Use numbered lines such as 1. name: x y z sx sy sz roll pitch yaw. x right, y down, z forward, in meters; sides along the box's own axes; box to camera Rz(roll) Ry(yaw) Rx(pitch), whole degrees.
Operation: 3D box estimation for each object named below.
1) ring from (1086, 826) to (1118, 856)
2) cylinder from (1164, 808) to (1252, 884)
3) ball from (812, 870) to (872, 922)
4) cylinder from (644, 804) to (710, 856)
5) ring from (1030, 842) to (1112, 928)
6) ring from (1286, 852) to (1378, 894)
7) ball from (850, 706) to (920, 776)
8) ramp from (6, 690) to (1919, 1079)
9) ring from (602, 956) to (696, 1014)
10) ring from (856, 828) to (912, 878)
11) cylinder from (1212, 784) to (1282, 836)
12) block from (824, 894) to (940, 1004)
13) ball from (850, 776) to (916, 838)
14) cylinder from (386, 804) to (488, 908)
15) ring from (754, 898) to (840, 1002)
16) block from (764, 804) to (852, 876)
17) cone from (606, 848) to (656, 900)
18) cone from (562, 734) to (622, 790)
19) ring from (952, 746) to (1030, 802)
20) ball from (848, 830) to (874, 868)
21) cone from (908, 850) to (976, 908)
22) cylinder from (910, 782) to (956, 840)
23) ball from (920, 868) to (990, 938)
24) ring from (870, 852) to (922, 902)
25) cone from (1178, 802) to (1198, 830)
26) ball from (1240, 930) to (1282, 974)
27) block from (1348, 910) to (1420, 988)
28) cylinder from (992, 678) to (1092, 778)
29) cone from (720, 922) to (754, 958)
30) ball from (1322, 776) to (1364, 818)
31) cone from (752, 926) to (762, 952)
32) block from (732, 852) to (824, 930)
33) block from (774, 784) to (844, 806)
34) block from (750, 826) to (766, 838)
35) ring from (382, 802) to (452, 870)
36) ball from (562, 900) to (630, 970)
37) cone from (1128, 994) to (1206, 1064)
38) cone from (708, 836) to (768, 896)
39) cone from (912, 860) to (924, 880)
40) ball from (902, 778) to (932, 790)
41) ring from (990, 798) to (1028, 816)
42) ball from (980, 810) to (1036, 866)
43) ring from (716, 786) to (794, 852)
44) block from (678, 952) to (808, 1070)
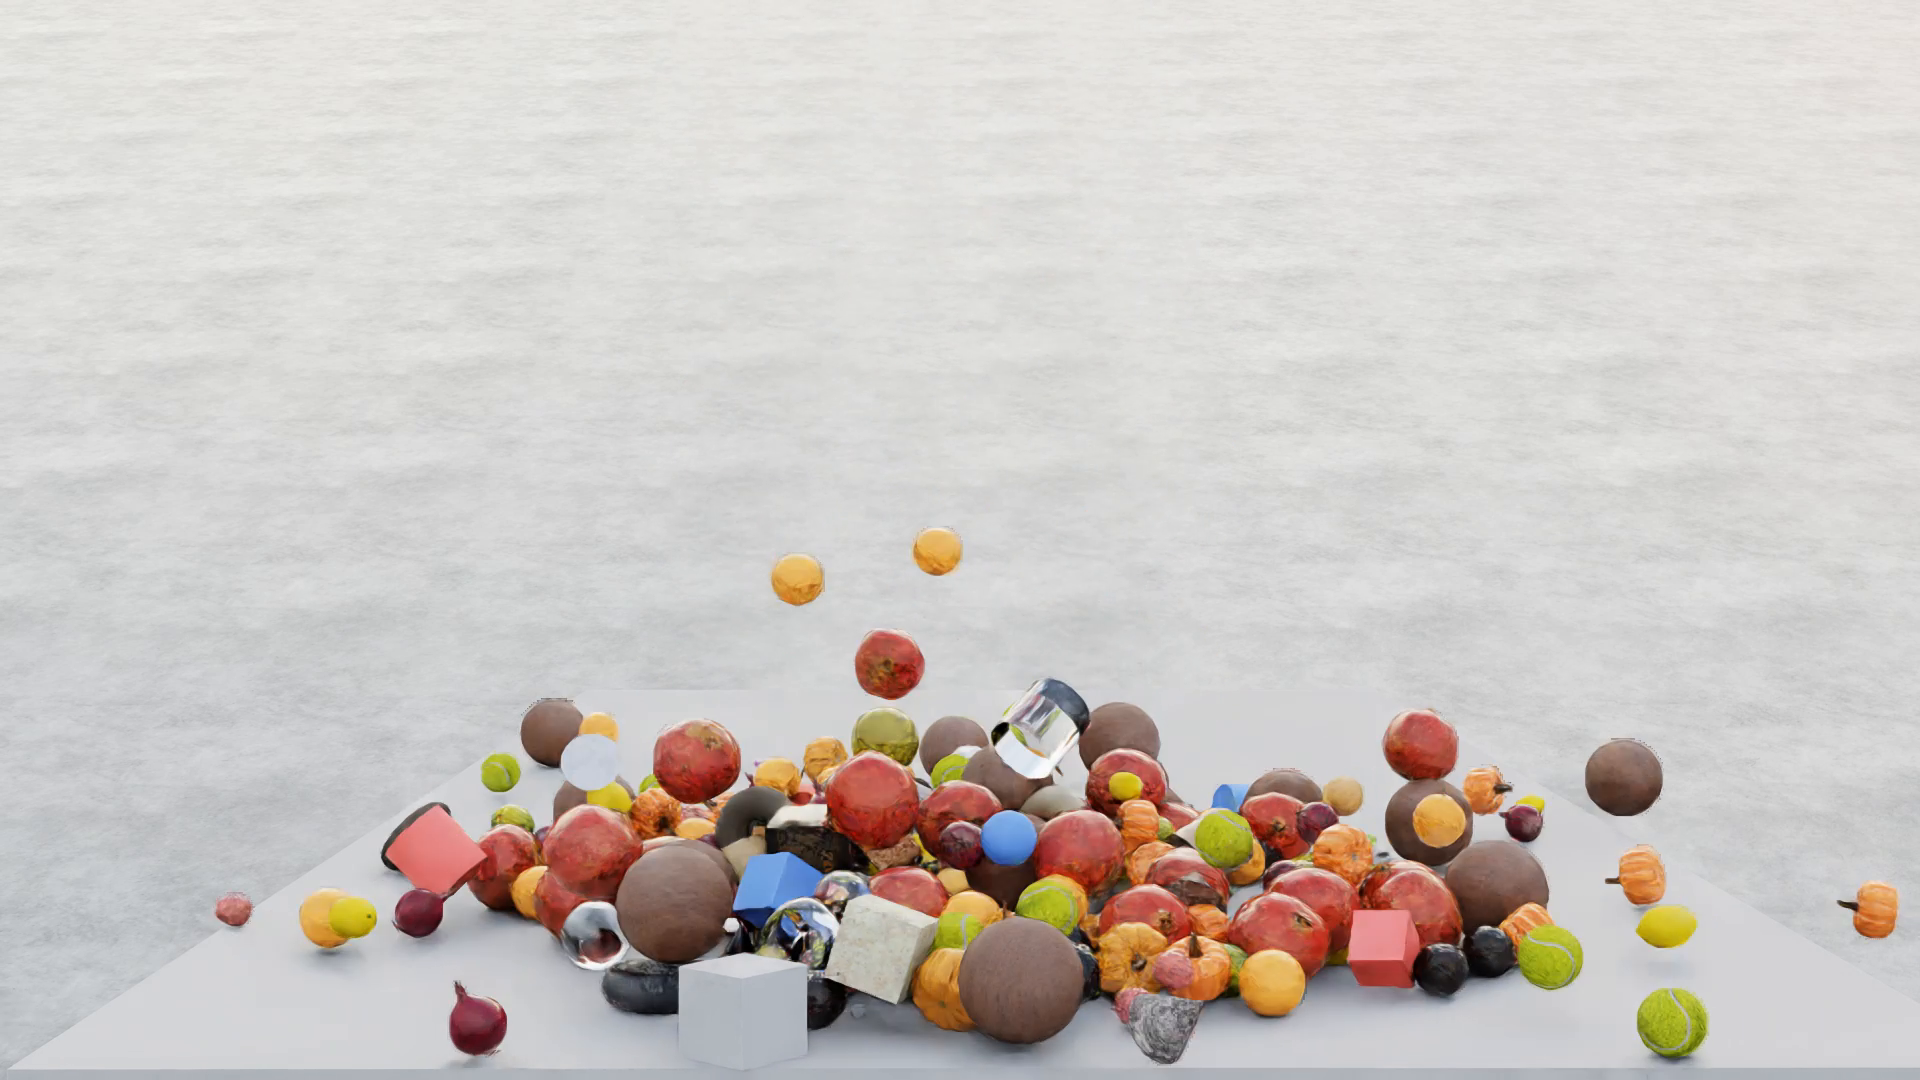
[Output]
1. ring: 0.180 0.448 3.795 0.103 0.103 0.034 -1 68 -2
2. cylinder: 0.335 0.416 3.467 0.084 0.084 0.084 -26 33 -27
3. ball: -0.132 0.402 2.880 0.066 0.066 0.066 0 24 0
4. cylinder: -0.427 0.439 3.896 0.070 0.070 0.070 19 13 37
5. ring: 0.142 0.439 3.275 0.115 0.115 0.038 -12 19 -24
6. ring: 0.517 0.464 3.592 0.128 0.043 0.128 -1 3 0
7. ball: -0.099 0.264 3.391 0.091 0.091 0.091 0 24 0
8. ramp: 0.055 0.501 4.547 2.000 0.100 4.000 0 2 0
9. ring: -0.330 0.491 2.841 0.131 0.044 0.131 1 3 0
10. ring: -0.106 0.426 3.582 0.098 0.033 0.098 -32 36 27
11. cylinder: 0.451 0.426 4.058 0.080 0.080 0.080 3 21 -23
12. block: -0.082 0.433 2.733 0.084 0.084 0.084 18 2 13
13. ball: -0.104 0.363 3.479 0.088 0.088 0.088 0 24 0
14. cylinder: -0.673 0.407 3.317 0.093 0.093 0.093 46 36 4
15. ring: -0.179 0.453 2.834 0.041 0.124 0.124 30 5 -35
16. block: -0.191 0.386 3.239 0.082 0.082 0.082 -4 13 12
17. cone: -0.442 0.472 3.531 0.070 0.070 0.070 -8 31 -17
18. cone: -0.484 0.304 3.385 0.078 0.078 0.078 2 67 -5
19. ring: 0.052 0.398 4.375 0.145 0.048 0.145 28 7 -4
20. ball: -0.123 0.418 3.526 0.060 0.060 0.060 0 24 0
21. cone: -0.034 0.471 3.420 0.092 0.092 0.092 -28 14 23
22. cylinder: -0.052 0.415 3.939 0.068 0.068 0.068 26 24 -6
23. ball: -0.006 0.454 3.233 0.087 0.087 0.087 0 24 0
24. ring: -0.089 0.445 3.384 0.036 0.108 0.108 37 29 0
25. cone: 0.364 0.441 4.060 0.055 0.055 0.055 0 2 0
26. ball: 0.351 0.481 3.006 0.050 0.050 0.050 0 24 0
27. block: 0.477 0.460 2.900 0.062 0.062 0.062 -2 52 22
28. cylinder: 0.108 0.249 3.416 0.096 0.096 0.096 17 46 33
29. cone: -0.258 0.475 3.030 0.055 0.055 0.055 6 3 0
30. ball: 0.556 0.372 3.740 0.060 0.060 0.060 0 24 0
31. cone: -0.224 0.477 3.054 0.098 0.098 0.098 22 46 -25
32. block: -0.206 0.409 2.968 0.069 0.069 0.069 -12 49 43
33. block: -0.238 0.428 4.004 0.085 0.085 0.085 1 2 33
34. block: -0.223 0.431 3.350 0.096 0.096 0.096 0 69 -9
35. ring: -0.787 0.429 3.732 0.040 0.121 0.121 43 37 8
36. ball: -0.428 0.465 3.030 0.081 0.081 0.081 0 24 0
37. cone: 0.218 0.469 2.543 0.074 0.074 0.074 -39 -4 39
38. cone: -0.255 0.438 3.220 0.096 0.096 0.096 -11 51 -23
39. cone: -0.103 0.467 3.601 0.078 0.078 0.078 10 32 22
40. ball: -0.075 0.414 4.137 0.066 0.066 0.066 0 24 0
41. ring: 0.121 0.442 4.102 0.150 0.050 0.150 -1 2 0
42. ball: 0.057 0.345 2.978 0.065 0.065 0.065 0 24 0
43. ring: -0.276 0.407 3.548 0.135 0.135 0.045 13 3 26
44. block: -0.219 0.475 2.599 0.092 0.092 0.092 2 3 41
